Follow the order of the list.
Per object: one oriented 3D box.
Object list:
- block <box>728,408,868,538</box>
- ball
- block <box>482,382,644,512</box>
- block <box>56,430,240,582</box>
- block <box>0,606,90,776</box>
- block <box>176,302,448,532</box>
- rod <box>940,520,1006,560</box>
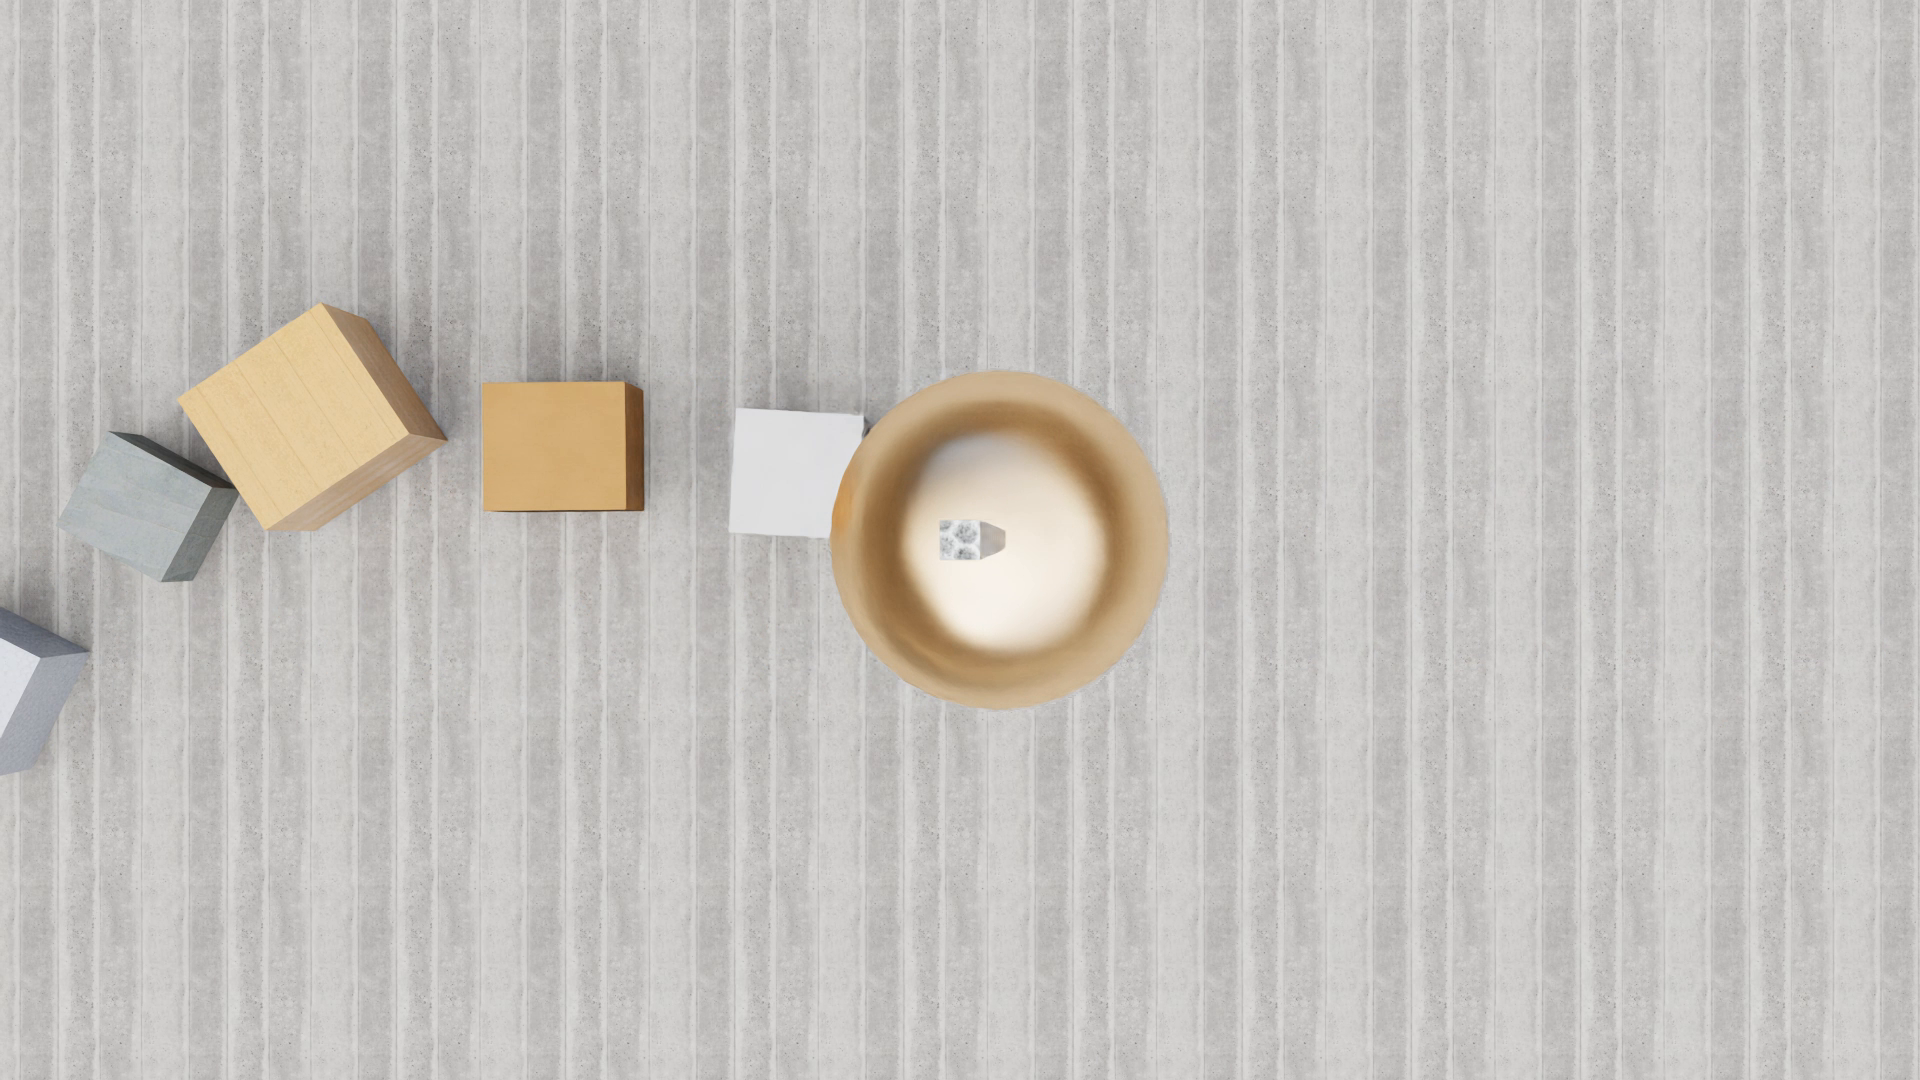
[{"bbox_3d":[-0.915,-0.370,12.638,0.713,0.723,0.695,3,90,0],"label":"block"},{"bbox_3d":[0.185,0.000,10.349,1.600,1.600,1.600,0,90,0],"label":"ball"},{"bbox_3d":[-2.267,-0.524,12.640,0.796,0.721,0.715,-1,90,0],"label":"block"},{"bbox_3d":[-4.685,-0.189,12.733,0.676,0.534,0.614,28,90,0],"label":"block"},{"bbox_3d":[-5.615,0.852,12.643,0.681,0.714,0.772,27,90,0],"label":"block"},{"bbox_3d":[-3.660,-0.679,12.532,0.953,0.936,0.870,-34,90,0],"label":"block"},{"bbox_3d":[0.080,0.000,6.950,0.080,5.200,0.080,0,90,2],"label":"rod"}]
